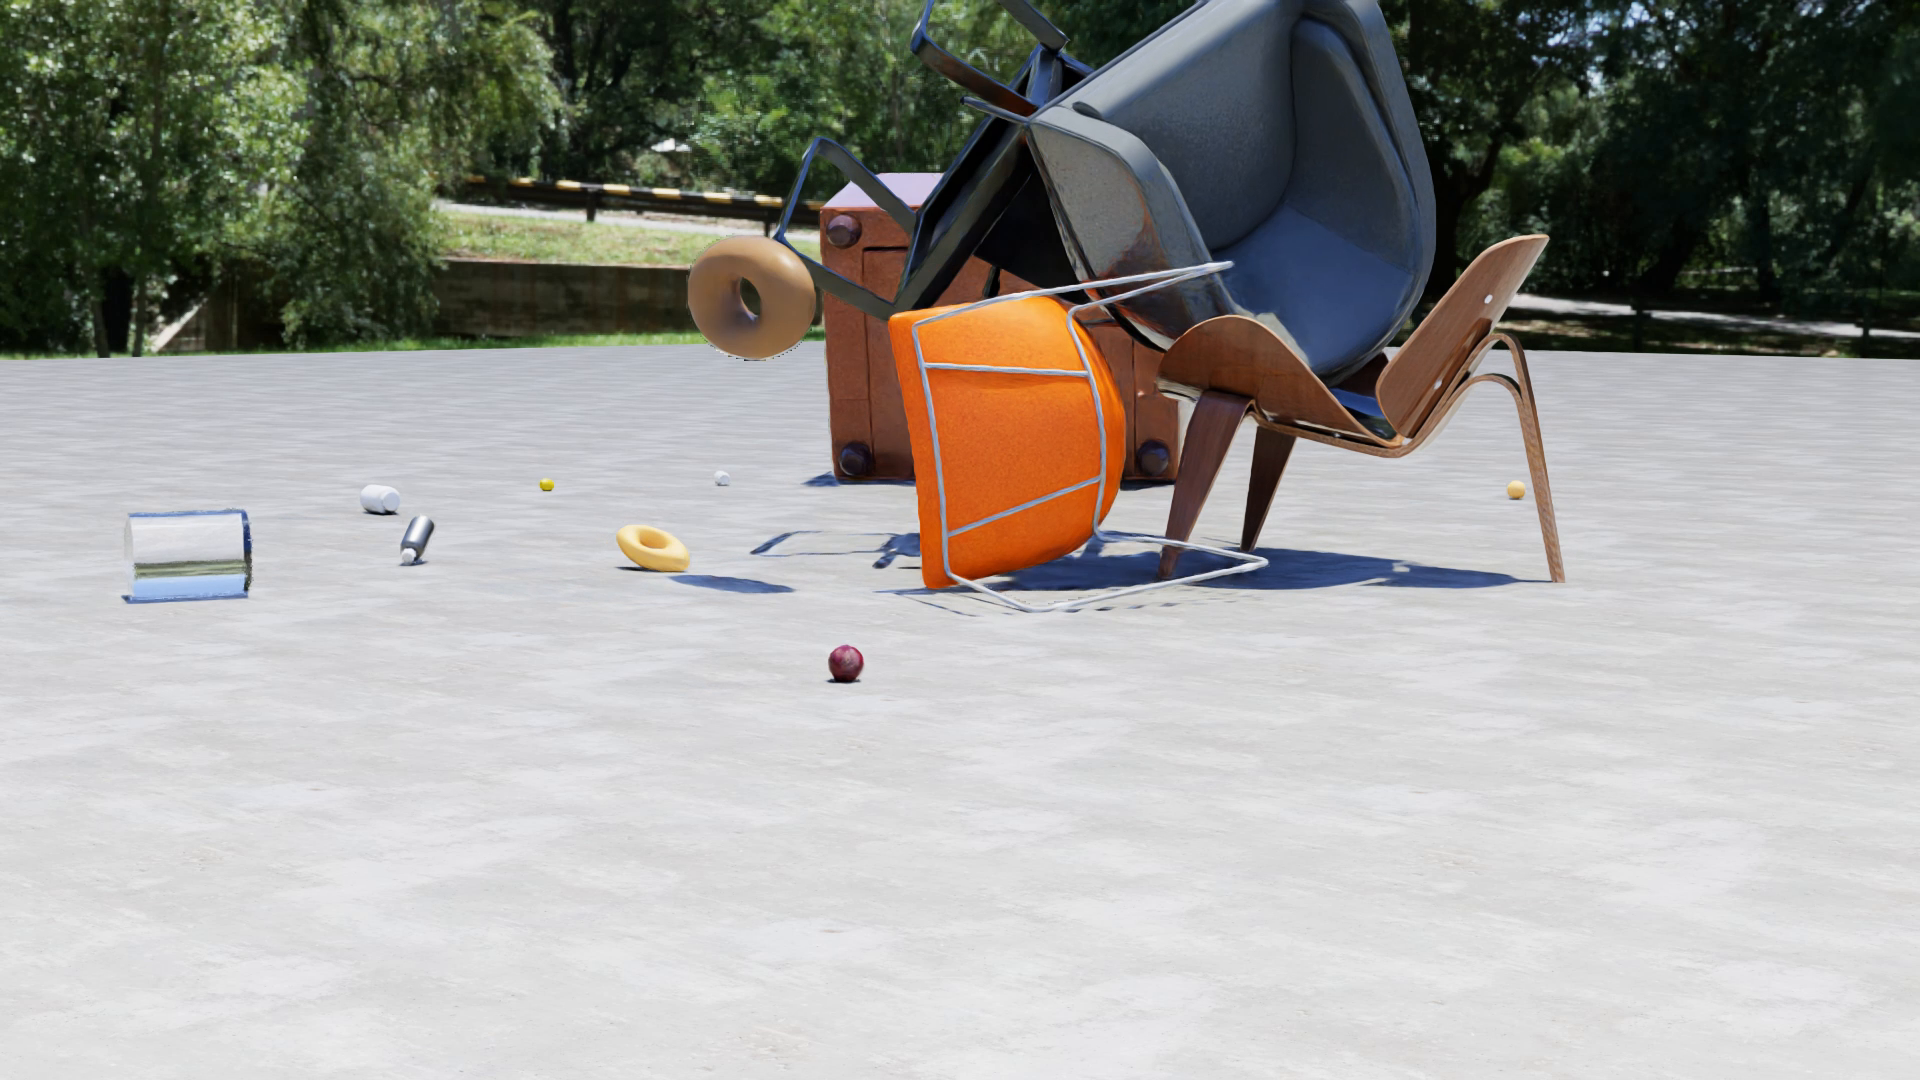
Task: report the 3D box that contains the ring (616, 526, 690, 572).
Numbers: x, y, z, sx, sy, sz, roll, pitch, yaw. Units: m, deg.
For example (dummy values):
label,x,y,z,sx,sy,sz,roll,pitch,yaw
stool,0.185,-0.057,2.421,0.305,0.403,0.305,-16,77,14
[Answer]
label,x,y,z,sx,sy,sz,roll,pitch,yaw
ring,-0.690,0.020,5.763,0.213,0.057,0.095,22,47,33

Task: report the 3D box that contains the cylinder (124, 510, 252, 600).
label,x,y,z,sx,sy,sz,roll,pitch,yaw
cylinder,-1.584,0.029,5.264,0.230,0.178,0.169,-3,24,-24

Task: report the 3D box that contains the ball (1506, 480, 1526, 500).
label,x,y,z,sx,sy,sz,roll,pitch,yaw
ball,1.644,-0.148,7.581,0.055,0.055,0.055,0,6,0

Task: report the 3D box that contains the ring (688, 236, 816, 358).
label,x,y,z,sx,sy,sz,roll,pitch,yaw
ring,-0.445,-0.516,5.448,0.104,0.266,0.413,-22,13,-36
